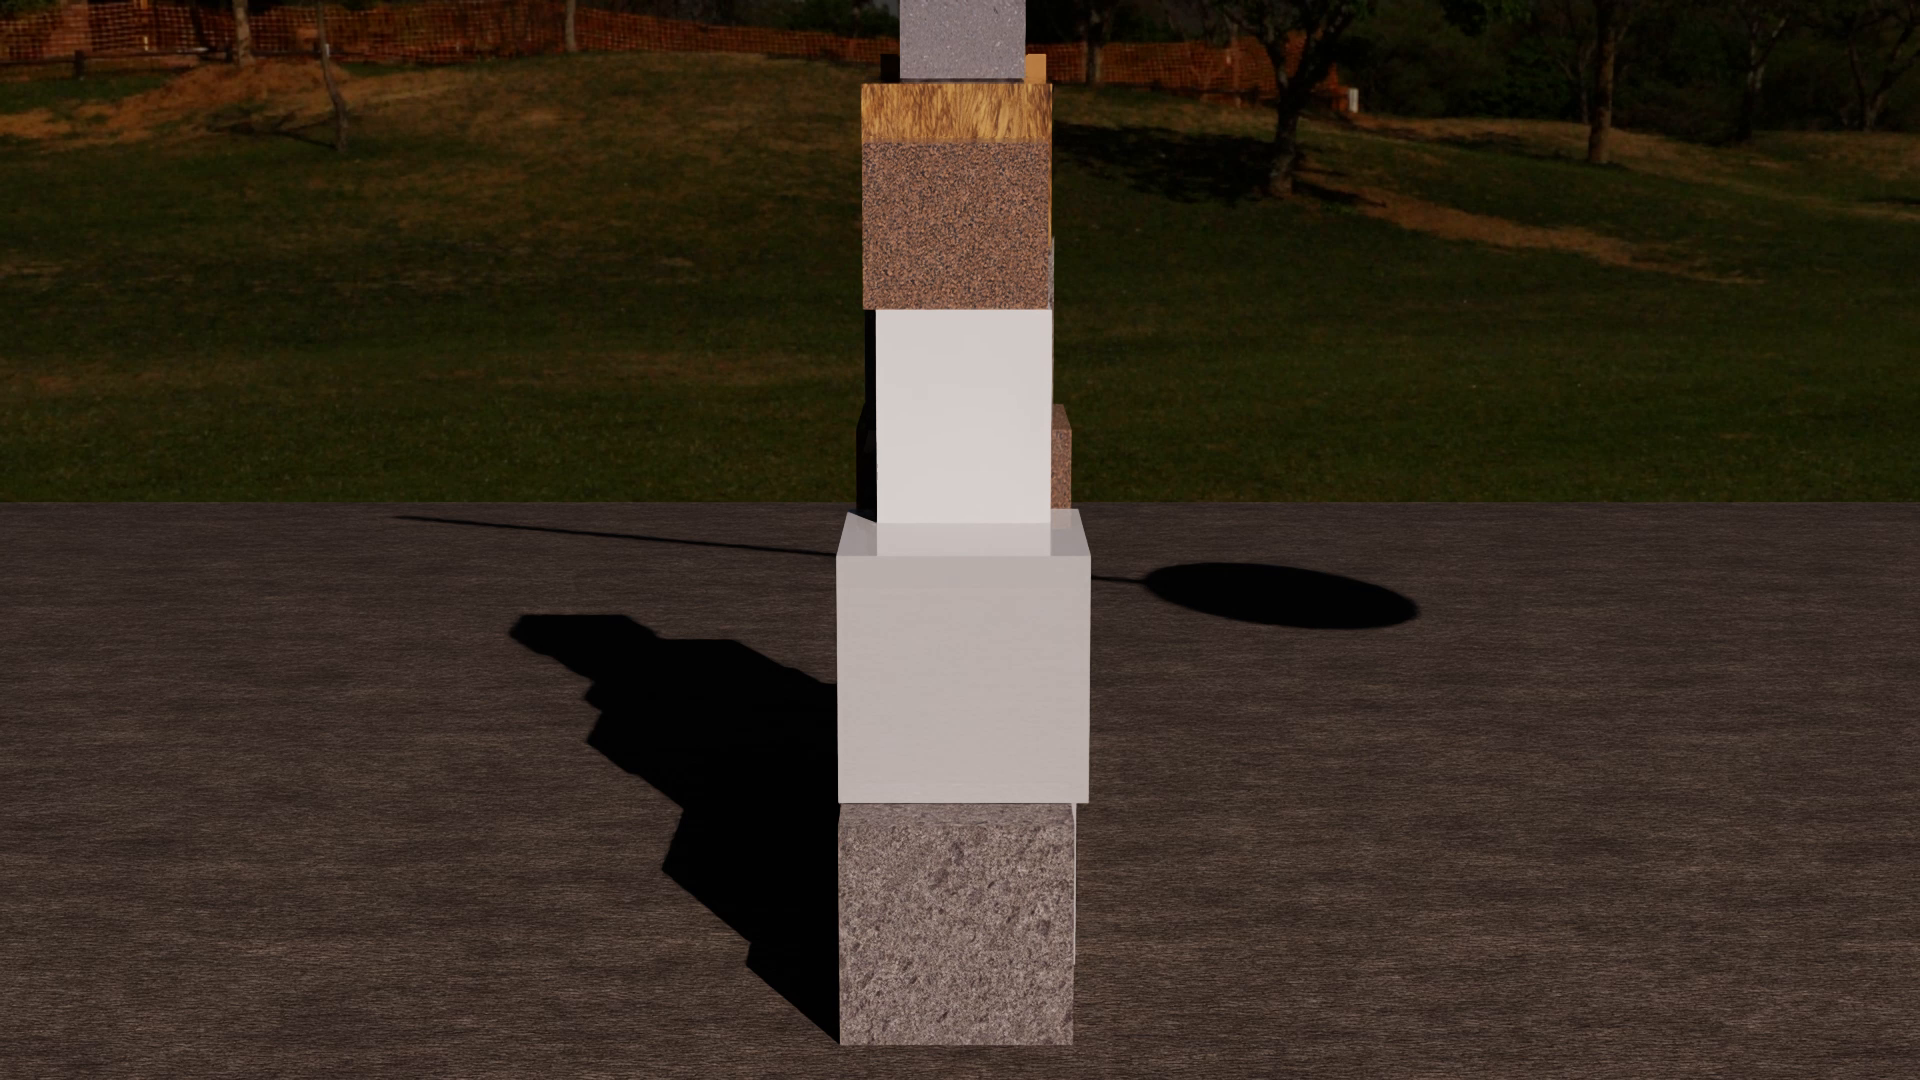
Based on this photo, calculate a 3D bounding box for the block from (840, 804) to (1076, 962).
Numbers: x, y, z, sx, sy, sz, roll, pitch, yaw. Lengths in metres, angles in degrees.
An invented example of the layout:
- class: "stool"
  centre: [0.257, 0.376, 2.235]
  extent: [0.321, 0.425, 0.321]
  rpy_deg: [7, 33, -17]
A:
- class: "block"
  centre: [-0.008, 1.212, 10.565]
  extent: [0.934, 0.835, 0.811]
  rpy_deg: [0, 10, 0]

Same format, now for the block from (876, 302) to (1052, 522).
- class: "block"
  centre: [0.015, -0.541, 10.328]
  extent: [0.679, 0.833, 0.720]
  rpy_deg: [0, 10, 0]

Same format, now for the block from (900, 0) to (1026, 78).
- class: "block"
  centre: [0.011, -2.178, 10.766]
  extent: [0.514, 0.468, 0.585]
  rpy_deg: [0, 11, 0]

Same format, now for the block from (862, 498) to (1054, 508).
- class: "block"
  centre: [-0.010, 0.259, 10.823]
  extent: [0.816, 0.766, 0.731]
  rpy_deg: [0, 10, 0]

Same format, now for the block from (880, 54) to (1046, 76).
- class: "block"
  centre: [0.015, -1.796, 11.609]
  extent: [0.722, 0.784, 0.706]
  rpy_deg: [0, 10, 0]

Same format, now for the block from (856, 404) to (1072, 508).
- class: "block"
  centre: [0.016, -0.034, 11.617]
  extent: [0.929, 1.058, 0.909]
  rpy_deg: [0, 10, 0]

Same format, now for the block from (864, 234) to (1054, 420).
- class: "block"
  centre: [-0.003, -1.005, 11.728]
  extent: [0.834, 0.815, 0.787]
  rpy_deg: [0, 10, 0]

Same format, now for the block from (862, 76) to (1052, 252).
- class: "block"
  centre: [-0.013, -1.602, 10.874]
  extent: [0.777, 0.688, 0.759]
  rpy_deg: [0, 13, 0]

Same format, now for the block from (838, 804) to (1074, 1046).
- class: "block"
  centre: [-0.013, 1.364, 9.738]
  extent: [0.853, 0.831, 0.850]
  rpy_deg: [0, 10, 0]

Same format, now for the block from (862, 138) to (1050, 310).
- class: "block"
  centre: [-0.017, -1.265, 10.199]
  extent: [0.715, 0.638, 0.680]
  rpy_deg: [0, 10, 0]

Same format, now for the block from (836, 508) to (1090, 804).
- class: "block"
  centre: [0.013, 0.425, 9.948]
  extent: [0.929, 0.933, 1.031]
  rpy_deg: [0, 10, 0]
